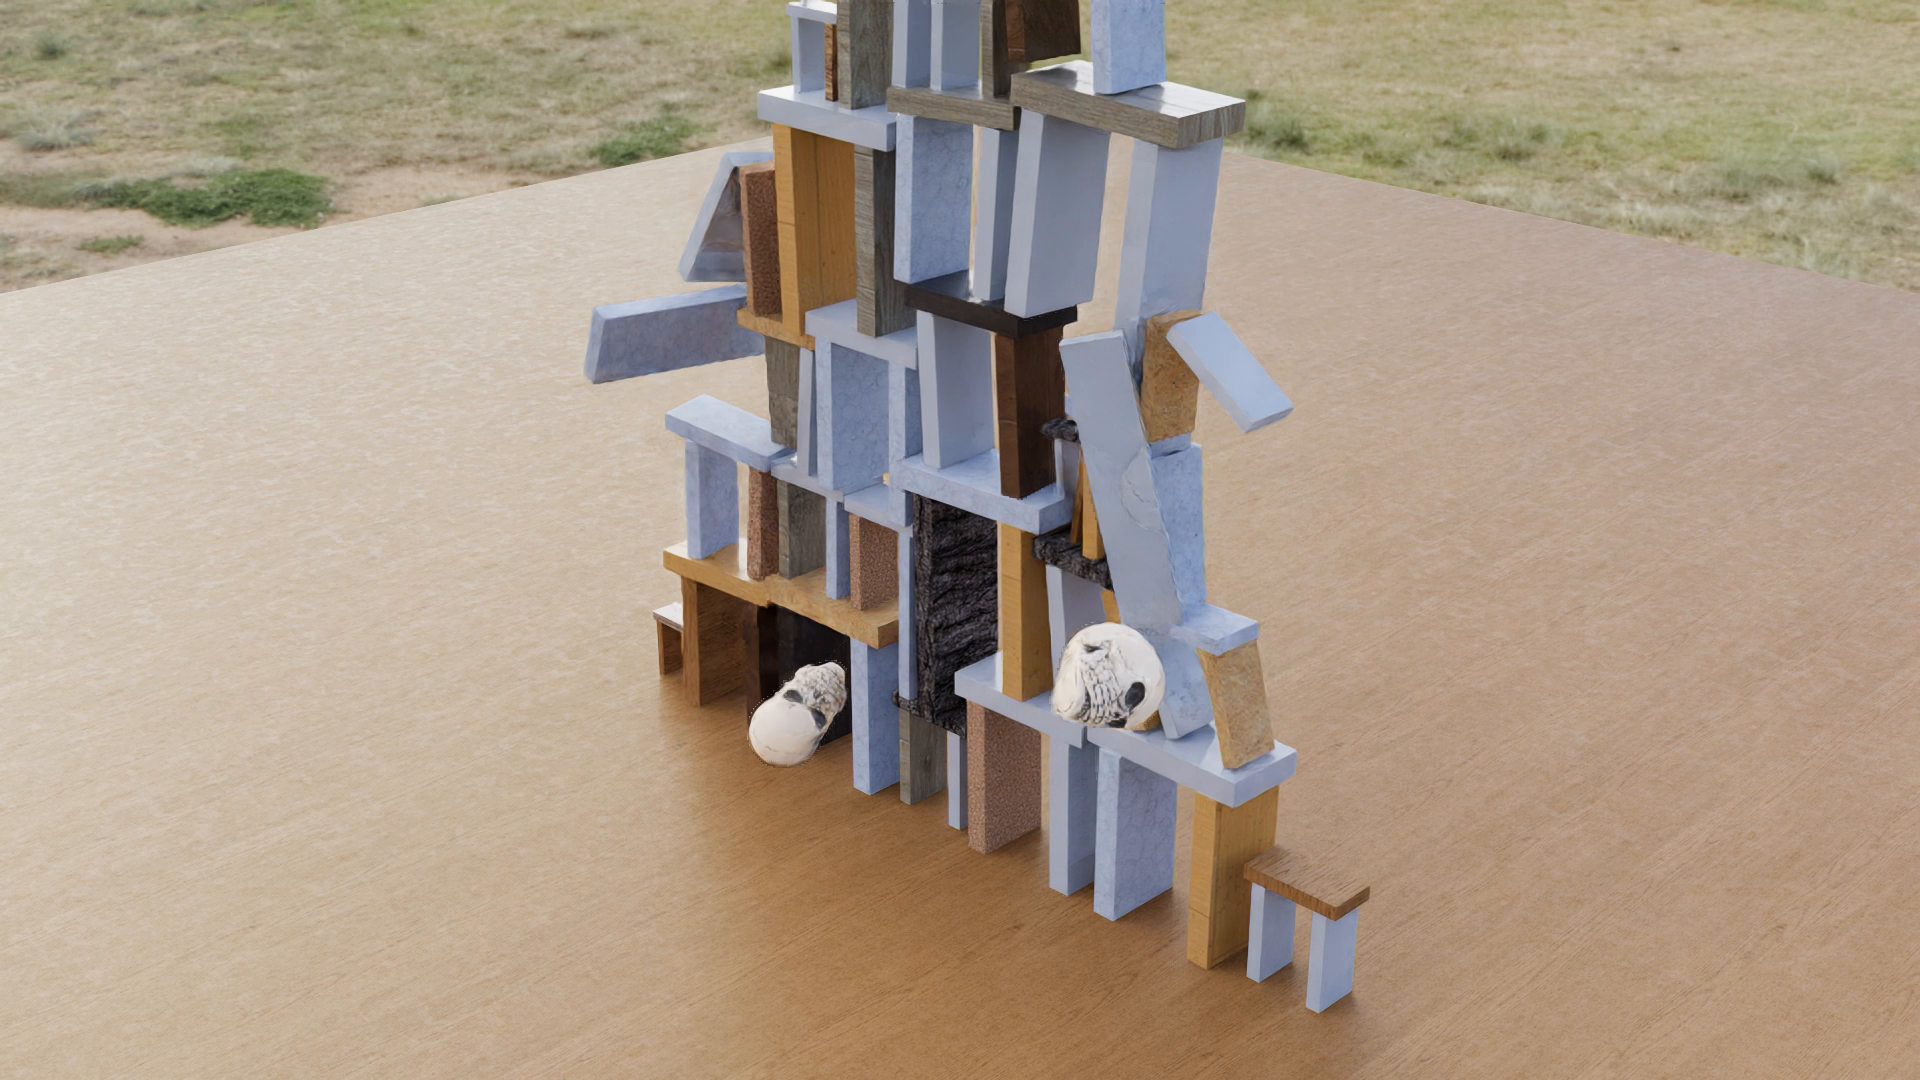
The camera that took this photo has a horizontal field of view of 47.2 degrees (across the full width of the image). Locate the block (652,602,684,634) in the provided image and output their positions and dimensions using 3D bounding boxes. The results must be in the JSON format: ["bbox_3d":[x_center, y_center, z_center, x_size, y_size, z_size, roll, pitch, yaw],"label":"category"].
[{"bbox_3d":[-0.628,0.179,4.976,0.132,0.019,0.066,21,31,41],"label":"block"}]

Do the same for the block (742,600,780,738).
[{"bbox_3d":[-0.393,0.253,4.759,0.045,0.316,0.158,19,29,37],"label":"block"}]

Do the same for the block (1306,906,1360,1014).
[{"bbox_3d":[0.648,0.715,3.824,0.028,0.196,0.098,21,31,41],"label":"block"}]

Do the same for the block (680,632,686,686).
[{"bbox_3d":[-0.597,0.261,4.977,0.019,0.132,0.066,21,31,41],"label":"block"}]

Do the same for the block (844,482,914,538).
[{"bbox_3d":[-0.120,-0.058,4.325,0.206,0.029,0.103,22,31,40],"label":"block"}]

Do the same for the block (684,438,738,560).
[{"bbox_3d":[-0.534,-0.105,4.740,0.037,0.264,0.132,15,26,30],"label":"block"}]

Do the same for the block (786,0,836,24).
[{"bbox_3d":[-0.250,-0.980,4.080,0.141,0.020,0.071,21,31,38],"label":"block"}]

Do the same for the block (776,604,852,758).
[{"bbox_3d":[-0.304,0.273,4.677,0.049,0.344,0.172,21,31,41],"label":"block"}]

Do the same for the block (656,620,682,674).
[{"bbox_3d":[-0.659,0.236,5.034,0.019,0.132,0.066,21,31,41],"label":"block"}]

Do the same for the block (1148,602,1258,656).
[{"bbox_3d":[0.407,0.143,3.848,0.105,0.030,0.211,-20,27,-37],"label":"block"}]

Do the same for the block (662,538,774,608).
[{"bbox_3d":[-0.475,0.059,4.753,0.316,0.045,0.158,18,29,36],"label":"block"}]

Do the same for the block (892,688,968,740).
[{"bbox_3d":[-0.024,0.332,4.395,0.212,0.030,0.106,21,31,41],"label":"block"}]

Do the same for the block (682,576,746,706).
[{"bbox_3d":[-0.543,0.194,4.895,0.045,0.316,0.158,18,28,35],"label":"block"}]

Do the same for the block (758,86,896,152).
[{"bbox_3d":[-0.194,-0.794,4.099,0.178,0.050,0.356,-21,32,-41],"label":"block"}]

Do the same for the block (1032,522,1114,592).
[{"bbox_3d":[0.268,0.035,3.957,0.130,0.037,0.259,-21,33,-40],"label":"block"}]

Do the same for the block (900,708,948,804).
[{"bbox_3d":[-0.074,0.424,4.489,0.030,0.212,0.106,21,31,41],"label":"block"}]

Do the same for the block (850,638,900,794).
[{"bbox_3d":[-0.142,0.336,4.528,0.049,0.344,0.172,21,31,41],"label":"block"}]

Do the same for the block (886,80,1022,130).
[{"bbox_3d":[0.032,-0.769,3.865,0.305,0.043,0.153,18,28,41],"label":"block"}]

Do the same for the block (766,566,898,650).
[{"bbox_3d":[-0.223,0.124,4.526,0.344,0.049,0.172,21,31,41],"label":"block"}]

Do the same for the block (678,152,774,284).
[{"bbox_3d":[-0.445,-0.645,4.408,0.153,0.307,0.043,-6,52,-35],"label":"block"}]

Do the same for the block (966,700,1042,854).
[{"bbox_3d":[0.088,0.438,4.312,0.046,0.324,0.162,20,30,41],"label":"block"}]

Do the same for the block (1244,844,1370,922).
[{"bbox_3d":[0.602,0.594,3.823,0.196,0.028,0.098,21,31,41],"label":"block"}]

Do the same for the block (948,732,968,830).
[{"bbox_3d":[0.026,0.463,4.397,0.030,0.212,0.106,21,31,41],"label":"block"}]

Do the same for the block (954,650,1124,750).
[{"bbox_3d":[0.162,0.296,4.174,0.324,0.046,0.162,21,31,40],"label":"block"}]

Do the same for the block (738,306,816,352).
[{"bbox_3d":[-0.314,-0.431,4.391,0.248,0.035,0.124,21,31,38],"label":"block"}]

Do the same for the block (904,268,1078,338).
[{"bbox_3d":[0.054,-0.429,3.964,0.149,0.042,0.299,-20,29,-38],"label":"block"}]

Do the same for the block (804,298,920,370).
[{"bbox_3d":[-0.136,-0.398,4.205,0.155,0.044,0.310,-21,31,-41],"label":"block"}]

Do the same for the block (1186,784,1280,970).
[{"bbox_3d":[0.490,0.583,3.946,0.172,0.345,0.049,-20,30,-39],"label":"block"}]

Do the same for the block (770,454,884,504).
[{"bbox_3d":[-0.270,-0.131,4.464,0.219,0.031,0.109,21,31,40],"label":"block"}]

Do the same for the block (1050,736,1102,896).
[{"bbox_3d":[0.242,0.496,4.175,0.046,0.324,0.162,20,30,41],"label":"block"}]

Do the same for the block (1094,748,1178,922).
[{"bbox_3d":[0.330,0.520,4.093,0.172,0.345,0.049,-21,31,-41],"label":"block"}]

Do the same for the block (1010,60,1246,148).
[{"bbox_3d":[0.274,-0.721,3.623,0.354,0.050,0.177,24,32,37],"label":"block"}]

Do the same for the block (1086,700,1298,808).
[{"bbox_3d":[0.414,0.368,3.947,0.172,0.049,0.345,-21,31,-40],"label":"block"}]

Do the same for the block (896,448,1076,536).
[{"bbox_3d":[0.071,-0.103,4.085,0.353,0.050,0.176,19,30,39],"label":"block"}]

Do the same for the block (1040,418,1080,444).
[{"bbox_3d":[0.204,-0.193,3.916,0.113,0.016,0.057,17,28,37],"label":"block"}]

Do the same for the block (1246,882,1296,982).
[{"bbox_3d":[0.556,0.679,3.909,0.028,0.196,0.098,21,31,41],"label":"block"}]

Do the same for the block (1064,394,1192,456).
[{"bbox_3d":[0.291,-0.208,3.843,0.116,0.033,0.232,-11,28,-26],"label":"block"}]

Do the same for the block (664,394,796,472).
[{"bbox_3d":[-0.471,-0.224,4.588,0.264,0.037,0.132,24,32,24],"label":"block"}]

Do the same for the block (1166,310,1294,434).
[{"bbox_3d":[0.440,-0.275,3.584,0.106,0.030,0.212,-22,67,-39],"label":"block"}]
